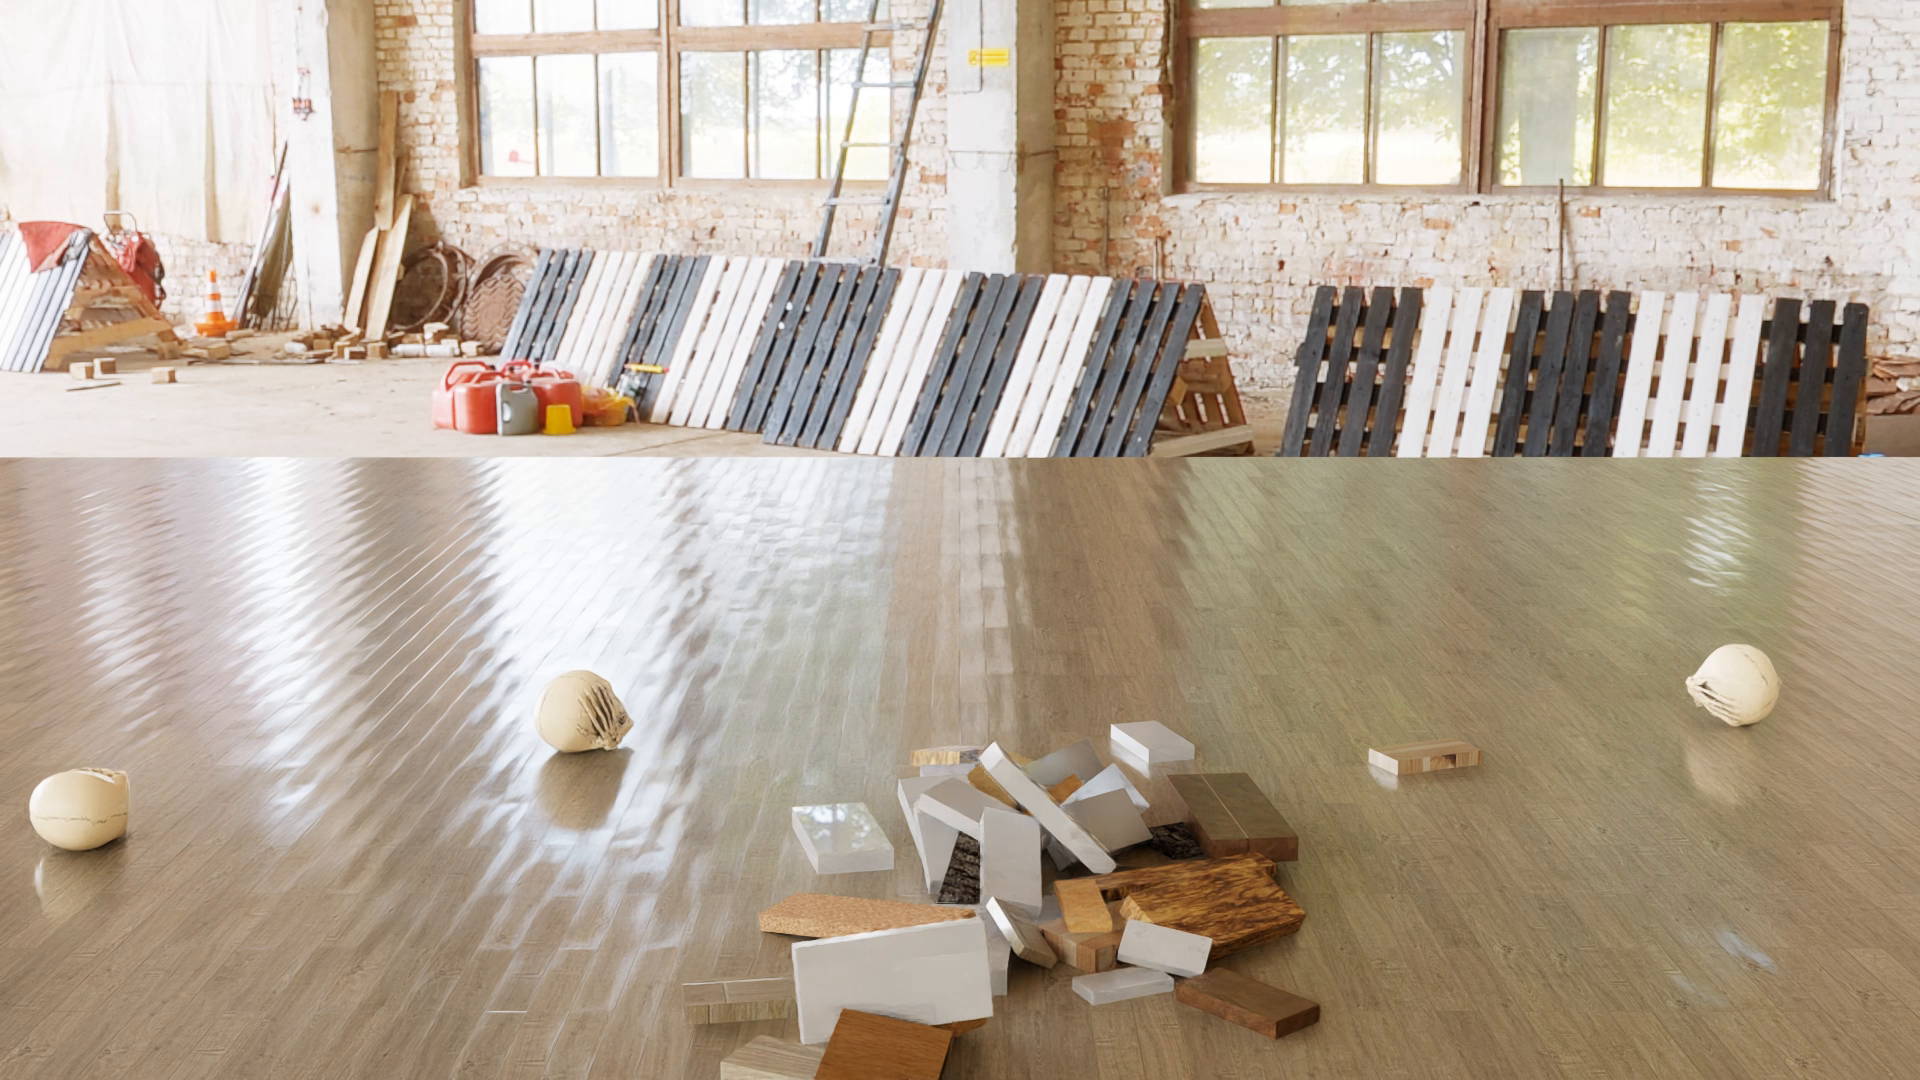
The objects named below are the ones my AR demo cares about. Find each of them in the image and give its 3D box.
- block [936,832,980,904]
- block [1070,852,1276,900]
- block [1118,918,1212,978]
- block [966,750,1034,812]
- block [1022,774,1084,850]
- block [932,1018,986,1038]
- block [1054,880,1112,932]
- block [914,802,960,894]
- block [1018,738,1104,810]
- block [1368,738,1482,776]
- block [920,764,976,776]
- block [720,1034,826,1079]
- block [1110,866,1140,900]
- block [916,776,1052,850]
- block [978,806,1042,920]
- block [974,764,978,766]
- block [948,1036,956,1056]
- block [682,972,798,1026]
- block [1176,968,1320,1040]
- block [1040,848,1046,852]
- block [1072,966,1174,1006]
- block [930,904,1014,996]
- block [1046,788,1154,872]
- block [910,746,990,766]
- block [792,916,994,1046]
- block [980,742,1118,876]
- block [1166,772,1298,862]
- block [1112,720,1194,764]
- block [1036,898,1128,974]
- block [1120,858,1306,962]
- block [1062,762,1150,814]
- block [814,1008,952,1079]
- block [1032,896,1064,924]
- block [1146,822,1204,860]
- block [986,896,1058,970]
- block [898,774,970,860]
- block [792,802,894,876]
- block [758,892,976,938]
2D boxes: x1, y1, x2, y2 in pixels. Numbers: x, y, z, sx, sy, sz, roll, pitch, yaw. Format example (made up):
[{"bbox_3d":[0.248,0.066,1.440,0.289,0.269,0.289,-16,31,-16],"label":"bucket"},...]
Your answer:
[{"bbox_3d":[0.030,0.554,3.607,0.105,0.030,0.210,17,22,2],"label":"block"},{"bbox_3d":[0.355,0.558,3.640,0.349,0.019,0.066,-5,12,-21],"label":"block"},{"bbox_3d":[0.307,0.613,3.295,0.130,0.018,0.065,11,46,13],"label":"block"},{"bbox_3d":[0.071,0.462,4.043,0.124,0.035,0.247,17,24,21],"label":"block"},{"bbox_3d":[0.188,0.493,3.925,0.030,0.105,0.211,-43,-9,25],"label":"block"},{"bbox_3d":[-0.036,0.675,3.102,0.134,0.019,0.067,-2,5,39],"label":"block"},{"bbox_3d":[0.193,0.576,3.466,0.065,0.018,0.174,-1,12,-5],"label":"block"},{"bbox_3d":[-0.014,0.521,3.744,0.105,0.030,0.210,0,32,-10],"label":"block"},{"bbox_3d":[0.189,0.454,4.063,0.035,0.124,0.248,-30,-8,34],"label":"block"},{"bbox_3d":[0.937,0.435,4.426,0.202,0.029,0.101,-4,11,-23],"label":"block"},{"bbox_3d":[-0.015,0.478,4.075,0.103,0.029,0.206,-1,23,-5],"label":"block"},{"bbox_3d":[-0.208,0.711,2.940,0.200,0.028,0.100,5,12,26],"label":"block"},{"bbox_3d":[0.321,0.576,3.673,0.190,0.027,0.095,1,11,6],"label":"block"},{"bbox_3d":[0.043,0.473,3.732,0.210,0.030,0.105,26,22,24],"label":"block"},{"bbox_3d":[0.081,0.522,3.566,0.095,0.027,0.264,12,24,-4],"label":"block"},{"bbox_3d":[-0.005,0.473,4.220,0.103,0.029,0.206,0,11,0],"label":"block"},{"bbox_3d":[-0.080,0.698,3.035,0.132,0.019,0.066,4,11,20],"label":"block"},{"bbox_3d":[-0.300,0.664,3.192,0.200,0.028,0.100,-2,11,-10],"label":"block"},{"bbox_3d":[0.415,0.668,3.177,0.095,0.027,0.190,-9,14,-41],"label":"block"},{"bbox_3d":[0.140,0.516,3.896,0.018,0.065,0.130,-37,-11,31],"label":"block"},{"bbox_3d":[0.241,0.657,3.254,0.134,0.019,0.067,-5,12,-24],"label":"block"},{"bbox_3d":[0.011,0.625,3.373,0.137,0.039,0.275,1,11,4],"label":"block"},{"bbox_3d":[0.233,0.506,3.854,0.211,0.105,0.030,-9,-30,-41],"label":"block"},{"bbox_3d":[-0.009,0.426,4.337,0.103,0.029,0.206,-1,-2,23],"label":"block"},{"bbox_3d":[-0.093,0.607,3.036,0.265,0.133,0.038,-6,2,-13],"label":"block"},{"bbox_3d":[0.147,0.452,3.681,0.266,0.038,0.133,44,0,-7],"label":"block"},{"bbox_3d":[0.480,0.492,3.922,0.152,0.043,0.383,-1,11,-6],"label":"block"},{"bbox_3d":[0.396,0.415,4.533,0.101,0.029,0.202,-3,11,-18],"label":"block"},{"bbox_3d":[0.265,0.611,3.449,0.274,0.039,0.137,-9,14,-39],"label":"block"},{"bbox_3d":[0.397,0.584,3.433,0.274,0.039,0.137,-9,41,-39],"label":"block"},{"bbox_3d":[0.267,0.480,3.995,0.030,0.105,0.211,-44,-9,24],"label":"block"},{"bbox_3d":[-0.107,0.703,2.824,0.152,0.043,0.303,11,15,5],"label":"block"},{"bbox_3d":[0.146,0.604,3.542,0.066,0.019,0.132,0,11,-1],"label":"block"},{"bbox_3d":[0.440,0.528,3.925,0.202,0.029,0.101,-5,12,-27],"label":"block"},{"bbox_3d":[0.094,0.602,3.375,0.067,0.019,0.134,26,13,-31],"label":"block"},{"bbox_3d":[-0.022,0.499,3.854,0.124,0.035,0.247,-3,29,-14],"label":"block"},{"bbox_3d":[-0.210,0.528,3.902,0.133,0.038,0.273,-3,11,-13],"label":"block"},{"bbox_3d":[-0.147,0.594,3.432,0.352,0.028,0.100,-1,12,36],"label":"block"}]
